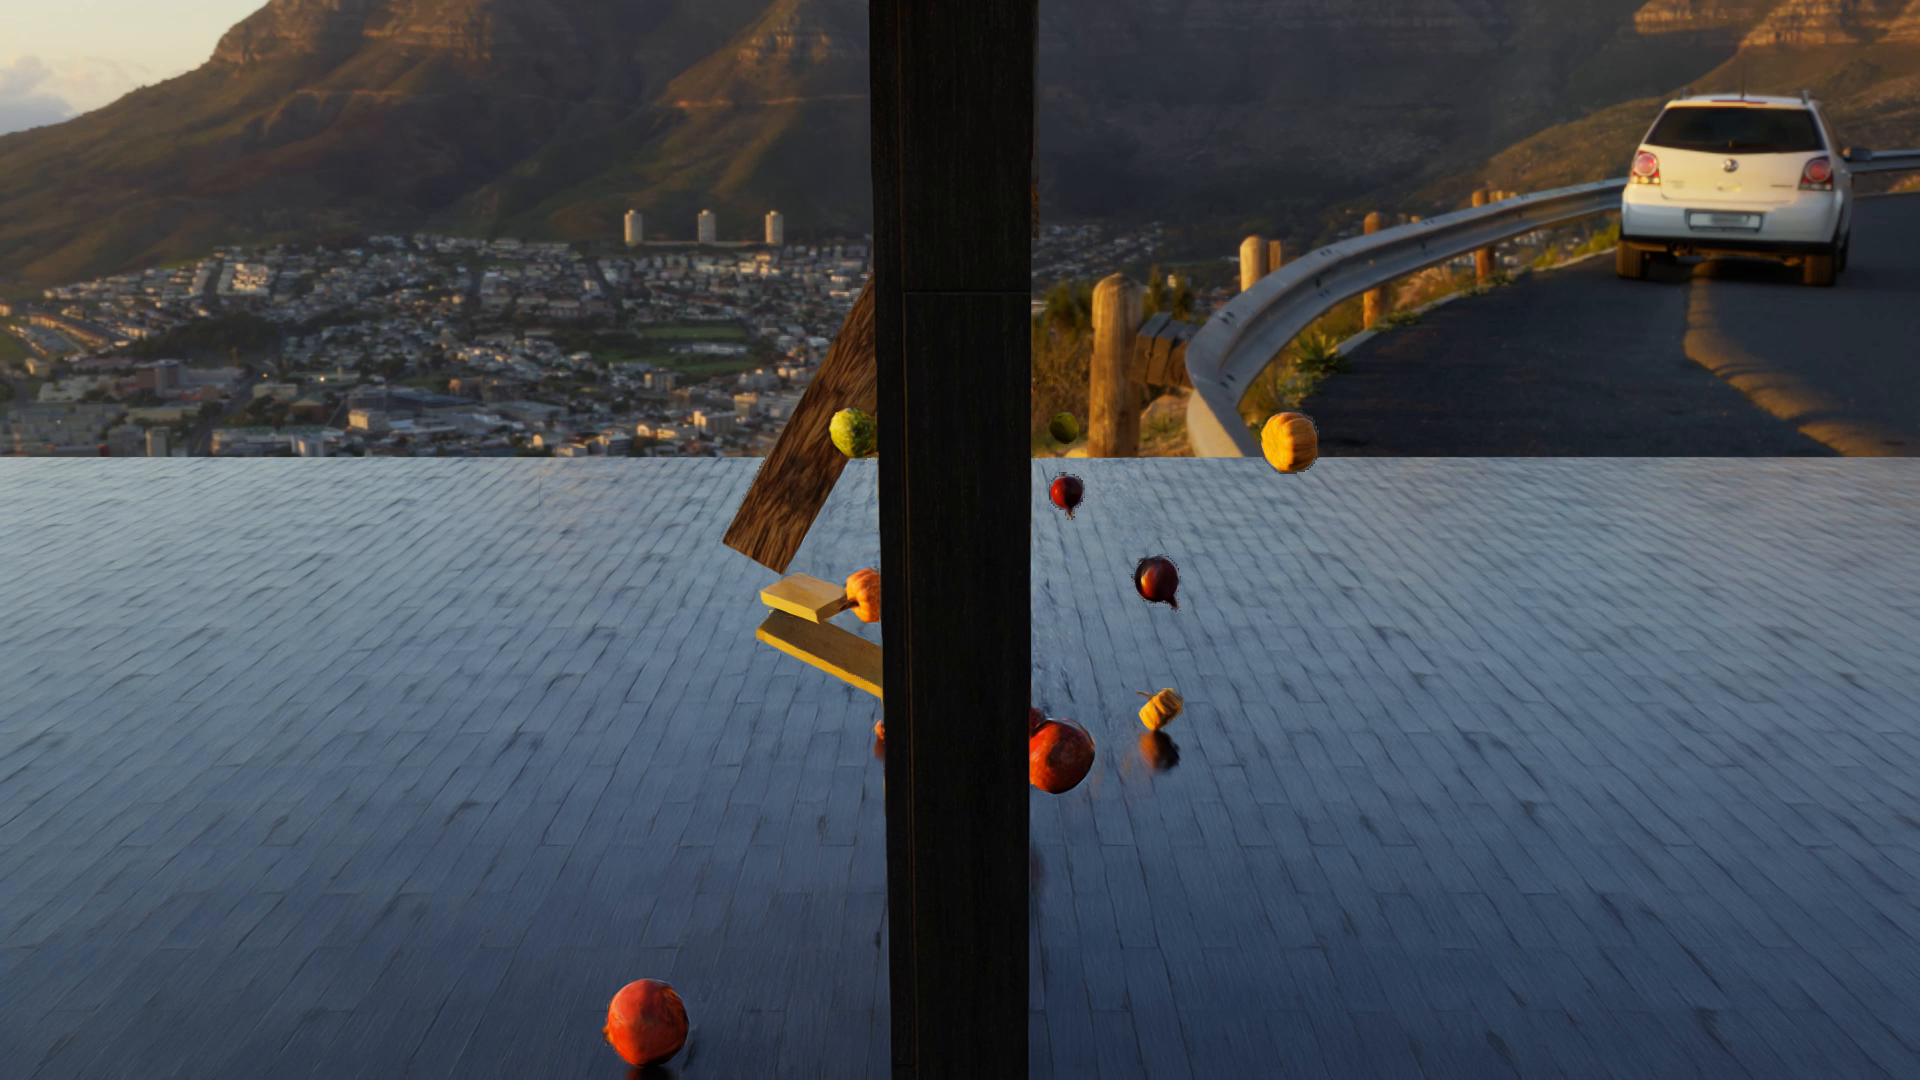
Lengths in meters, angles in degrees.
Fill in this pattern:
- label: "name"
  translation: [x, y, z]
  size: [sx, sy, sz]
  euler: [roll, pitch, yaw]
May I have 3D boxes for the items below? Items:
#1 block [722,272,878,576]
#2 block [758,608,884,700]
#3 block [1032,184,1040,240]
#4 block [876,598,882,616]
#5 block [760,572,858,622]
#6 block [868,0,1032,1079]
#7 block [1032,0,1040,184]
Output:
- label: "block"
  translation: [-0.165, -0.238, 3.333]
  size: [0.108, 0.627, 0.030]
  euler: [29, 13, -7]
- label: "block"
  translation: [-0.191, 0.170, 3.368]
  size: [0.235, 0.021, 0.075]
  euler: [24, 44, 15]
- label: "block"
  translation: [0.004, -0.417, 2.691]
  size: [0.173, 0.049, 0.347]
  euler: [0, 16, 0]
- label: "block"
  translation: [-0.060, 0.144, 3.364]
  size: [0.075, 0.021, 0.149]
  euler: [-1, 39, -38]
- label: "block"
  translation: [-0.232, 0.087, 3.358]
  size: [0.075, 0.021, 0.149]
  euler: [-27, 26, -32]
- label: "block"
  translation: [-0.004, 0.073, 2.580]
  size: [0.173, 1.426, 0.049]
  euler: [0, 20, 2]
- label: "block"
  translation: [0.003, -0.547, 2.484]
  size: [0.173, 0.346, 0.049]
  euler: [0, 52, 2]
